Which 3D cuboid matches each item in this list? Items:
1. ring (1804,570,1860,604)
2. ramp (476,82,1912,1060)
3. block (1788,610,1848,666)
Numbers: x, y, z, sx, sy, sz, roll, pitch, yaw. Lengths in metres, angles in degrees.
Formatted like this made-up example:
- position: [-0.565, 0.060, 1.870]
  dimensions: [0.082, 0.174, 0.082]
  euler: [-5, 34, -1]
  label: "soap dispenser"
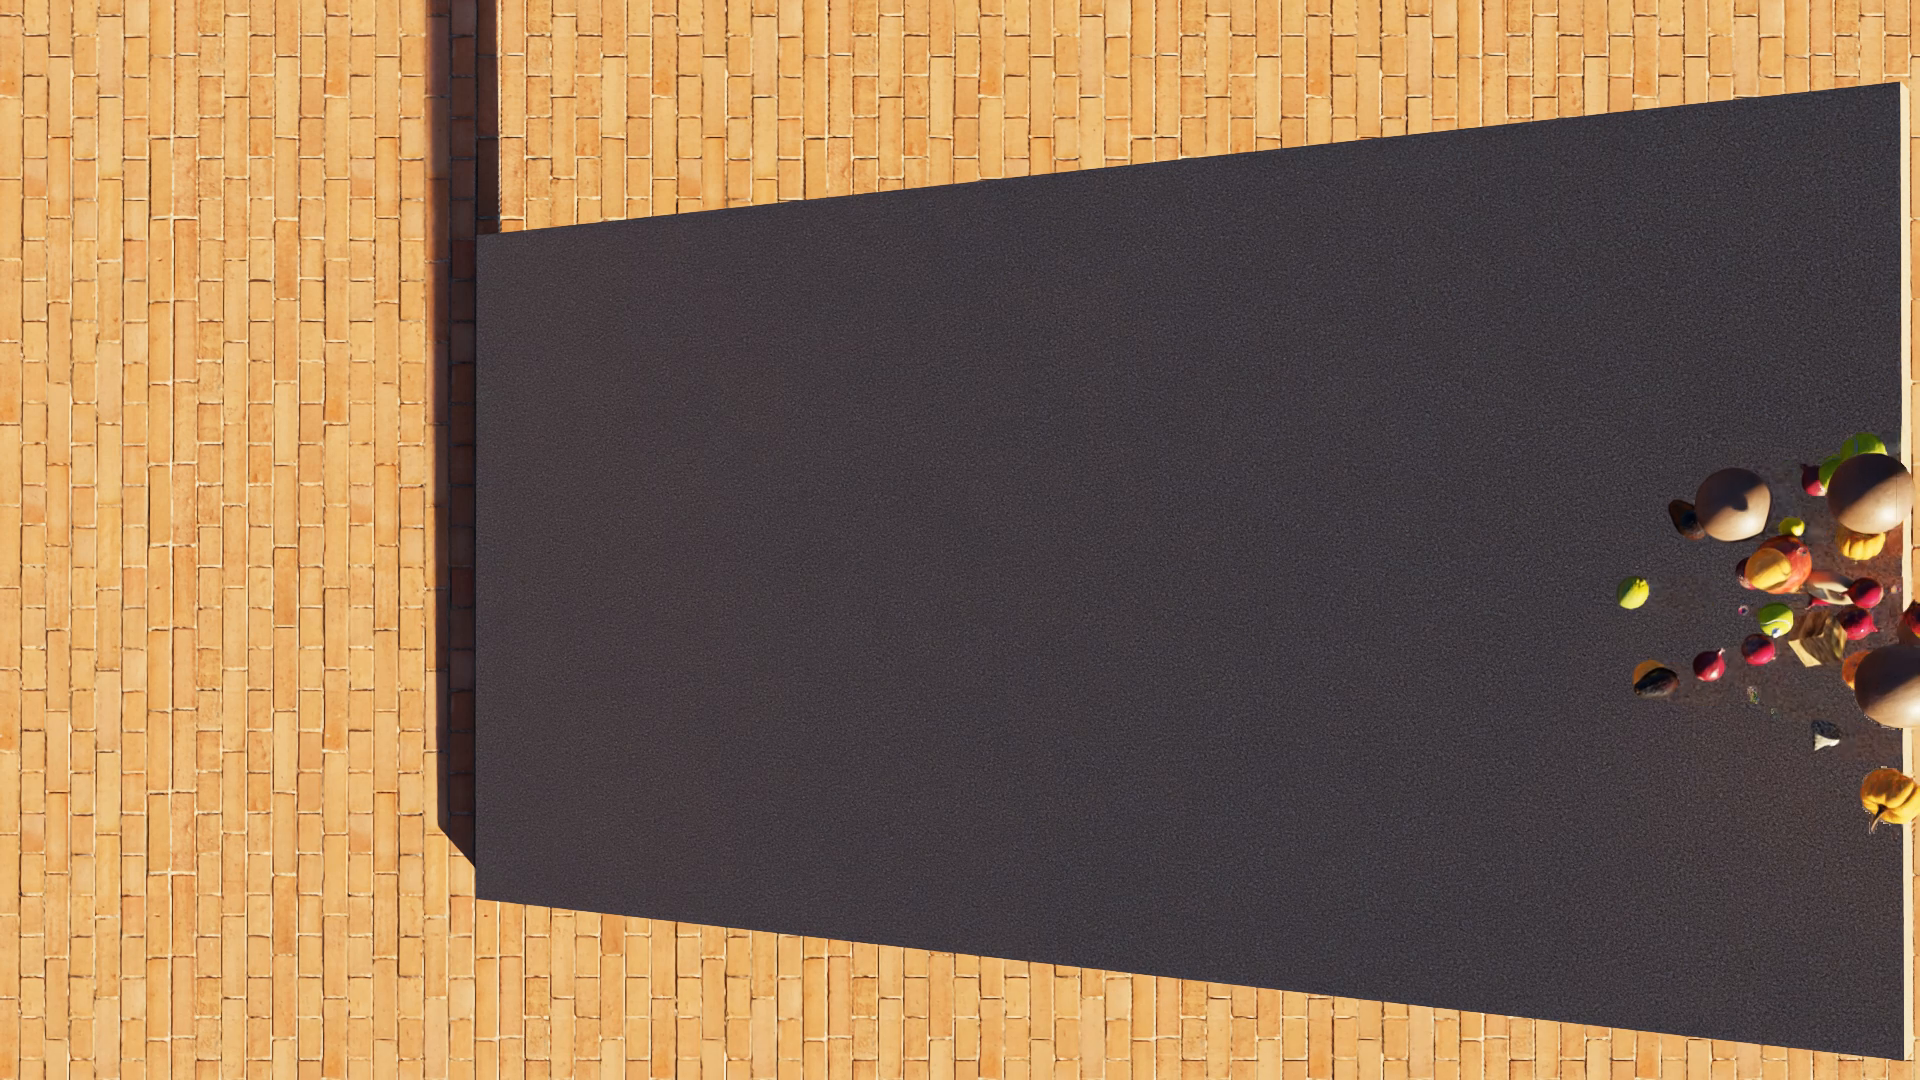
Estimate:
- position: [1.675, 0.090, 4.222]
  dimensions: [0.107, 0.107, 0.036]
  euler: [25, 76, 0]
  label: "ring"
- position: [0.260, 0.071, 5.600]
  dimensions: [4.000, 0.100, 2.000]
  euler: [0, 89, 32]
  label: "ramp"
- position: [1.467, 0.168, 3.759]
  dimensions: [0.062, 0.062, 0.062]
  euler: [48, 51, -19]
  label: "block"
